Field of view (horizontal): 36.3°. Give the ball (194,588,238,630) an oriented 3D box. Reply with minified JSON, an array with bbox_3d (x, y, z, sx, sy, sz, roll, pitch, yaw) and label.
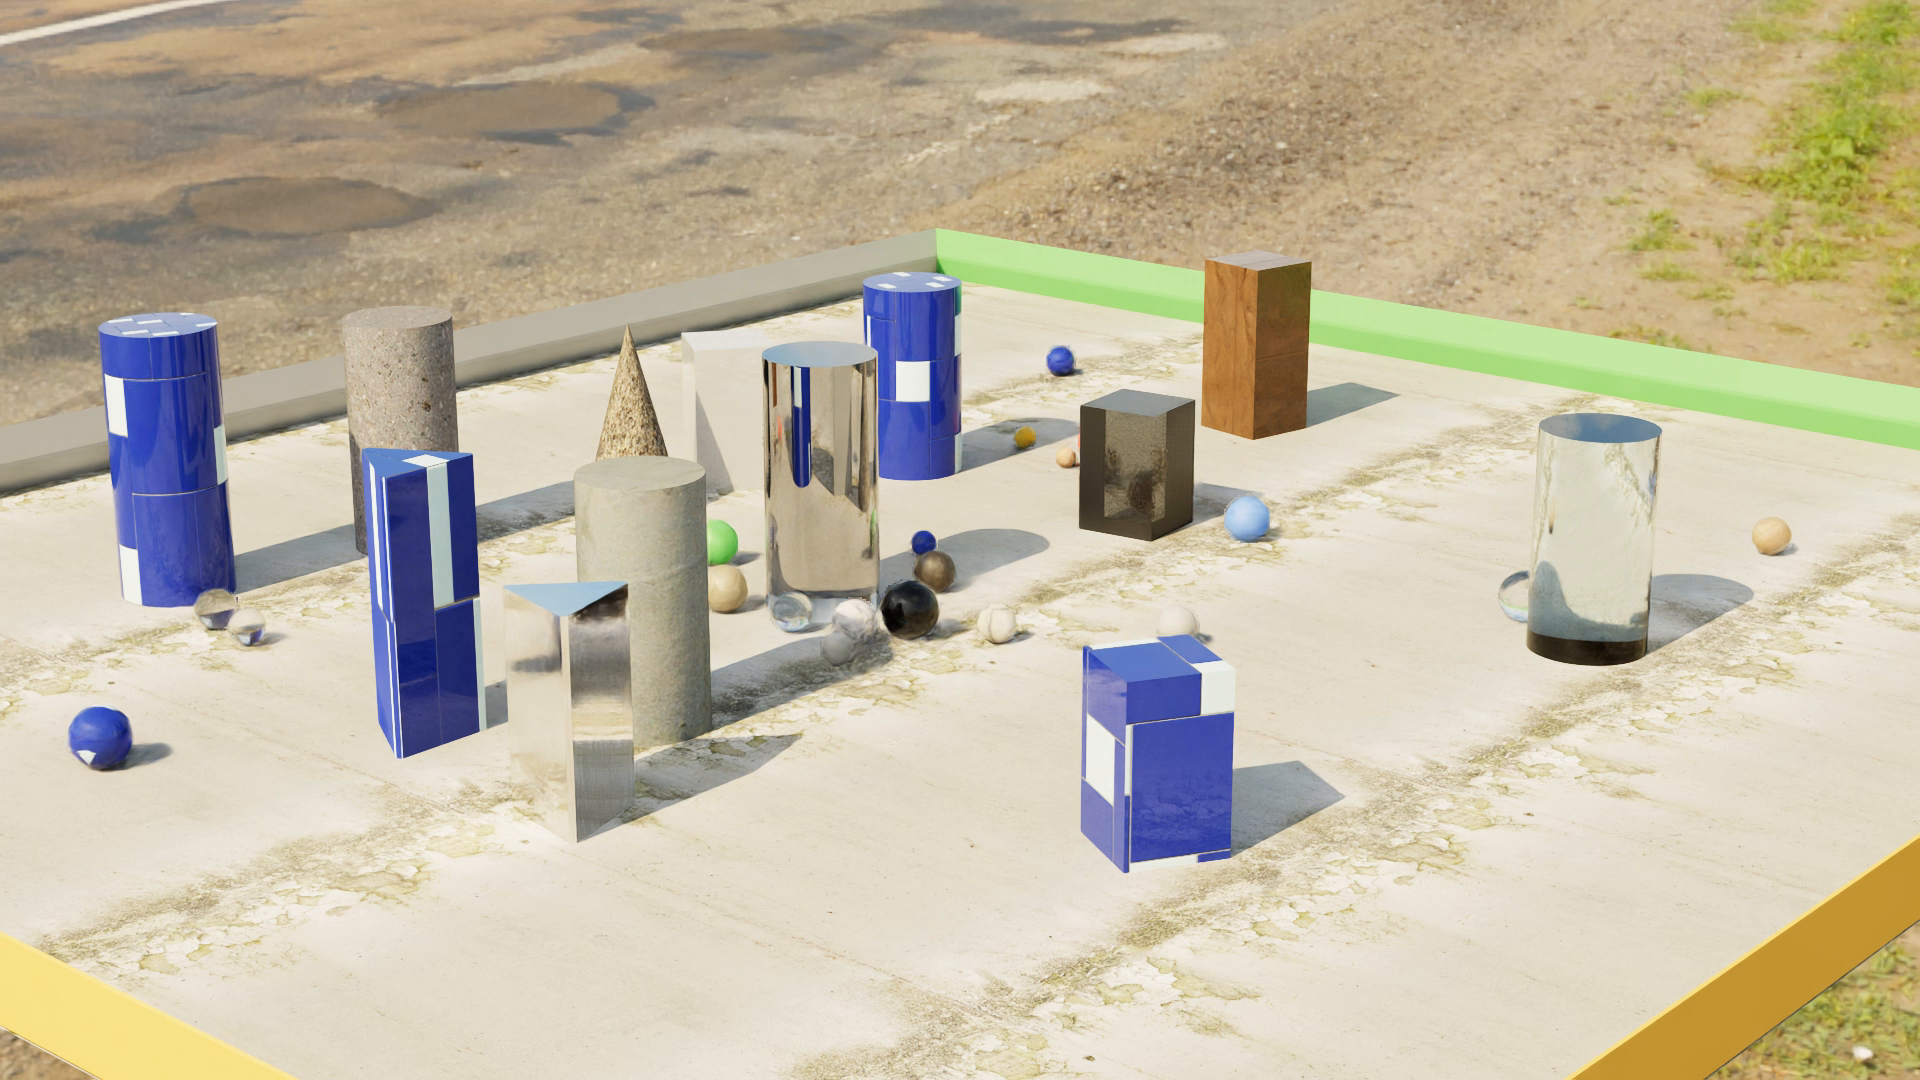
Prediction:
[{"bbox_3d":[-1.256,0.115,4.948,0.070,0.070,0.070,0,17,0],"label":"ball"}]

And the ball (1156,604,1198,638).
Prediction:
[{"bbox_3d":[0.358,0.143,4.858,0.070,0.070,0.070,0,17,0],"label":"ball"}]

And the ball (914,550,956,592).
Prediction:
[{"bbox_3d":[-0.043,0.055,5.144,0.073,0.073,0.073,0,17,0],"label":"ball"}]

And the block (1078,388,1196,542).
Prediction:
[{"bbox_3d":[0.333,-0.142,5.510,0.158,0.239,0.158,11,20,32],"label":"block"}]

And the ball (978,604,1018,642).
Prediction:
[{"bbox_3d":[0.063,0.139,4.880,0.065,0.065,0.065,0,17,0],"label":"ball"}]

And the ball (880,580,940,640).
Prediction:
[{"bbox_3d":[-0.083,0.117,4.894,0.099,0.099,0.099,0,17,0],"label":"ball"}]

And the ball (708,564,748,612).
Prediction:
[{"bbox_3d":[-0.406,0.082,5.035,0.083,0.083,0.083,0,17,0],"label":"ball"}]

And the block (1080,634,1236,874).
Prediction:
[{"bbox_3d":[0.269,0.290,4.015,0.158,0.273,0.158,-6,18,-19],"label":"block"}]

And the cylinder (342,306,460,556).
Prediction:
[{"bbox_3d":[-1.019,-0.198,5.367,0.197,0.428,0.197,0,17,0],"label":"cylinder"}]

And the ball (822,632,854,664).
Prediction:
[{"bbox_3d":[-0.198,0.177,4.773,0.053,0.053,0.053,0,17,0],"label":"ball"}]

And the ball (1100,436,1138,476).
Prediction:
[{"bbox_3d":[0.318,-0.169,5.875,0.079,0.079,0.079,0,17,0],"label":"ball"}]

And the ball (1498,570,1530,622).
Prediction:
[{"bbox_3d":[0.959,0.096,4.979,0.089,0.089,0.089,0,17,0],"label":"ball"}]

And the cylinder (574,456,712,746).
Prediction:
[{"bbox_3d":[-0.480,0.091,4.454,0.197,0.401,0.197,0,17,0],"label":"cylinder"}]

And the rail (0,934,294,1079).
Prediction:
[{"bbox_3d":[-1.319,0.470,3.665,3.704,0.128,0.045,14,22,39],"label":"rail"}]

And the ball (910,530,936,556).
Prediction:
[{"bbox_3d":[-0.066,0.005,5.352,0.048,0.048,0.048,0,17,0],"label":"ball"}]

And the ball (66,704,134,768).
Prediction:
[{"bbox_3d":[-1.269,0.290,4.327,0.094,0.094,0.094,0,17,0],"label":"ball"}]

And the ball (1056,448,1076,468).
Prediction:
[{"bbox_3d":[0.215,-0.167,5.935,0.042,0.042,0.042,0,17,0],"label":"ball"}]

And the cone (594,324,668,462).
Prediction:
[{"bbox_3d":[-0.625,-0.231,5.569,0.197,0.375,0.197,0,17,0],"label":"cone"}]

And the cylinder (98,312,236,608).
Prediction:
[{"bbox_3d":[-1.373,-0.140,5.089,0.197,0.477,0.197,0,17,0],"label":"cylinder"}]

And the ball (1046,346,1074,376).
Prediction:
[{"bbox_3d":[0.229,-0.409,6.692,0.067,0.067,0.067,0,17,0],"label":"ball"}]

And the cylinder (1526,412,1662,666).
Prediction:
[{"bbox_3d":[1.039,-0.003,4.811,0.197,0.375,0.197,0,17,0],"label":"cylinder"}]

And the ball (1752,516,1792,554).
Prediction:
[{"bbox_3d":[1.483,-0.009,5.359,0.070,0.070,0.070,0,17,0],"label":"ball"}]

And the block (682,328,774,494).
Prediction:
[{"bbox_3d":[-0.457,-0.256,5.803,0.158,0.288,0.158,-4,17,-14],"label":"block"}]

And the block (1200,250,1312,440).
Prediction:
[{"bbox_3d":[0.625,-0.414,6.198,0.158,0.361,0.158,-13,21,-37],"label":"block"}]

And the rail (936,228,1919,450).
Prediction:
[{"bbox_3d":[1.319,-0.406,6.574,3.704,0.128,0.045,14,22,39],"label":"rail"}]

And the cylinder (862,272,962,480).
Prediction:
[{"bbox_3d":[-0.095,-0.330,5.882,0.197,0.383,0.197,0,17,0],"label":"cylinder"}]

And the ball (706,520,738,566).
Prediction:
[{"bbox_3d":[-0.441,0.005,5.293,0.082,0.082,0.082,0,17,0],"label":"ball"}]

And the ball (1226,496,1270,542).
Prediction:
[{"bbox_3d":[0.534,-0.039,5.438,0.084,0.084,0.084,0,17,0],"label":"ball"}]

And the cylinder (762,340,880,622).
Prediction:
[{"bbox_3d":[-0.237,-0.102,5.017,0.197,0.445,0.197,0,17,0],"label":"cylinder"}]

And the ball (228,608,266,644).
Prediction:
[{"bbox_3d":[-1.183,0.143,4.869,0.063,0.063,0.063,0,17,0],"label":"ball"}]

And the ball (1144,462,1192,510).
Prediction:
[{"bbox_3d":[0.400,-0.105,5.638,0.093,0.093,0.093,0,17,0],"label":"ball"}]

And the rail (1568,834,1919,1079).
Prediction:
[{"bbox_3d":[1.380,0.378,3.972,0.045,0.128,4.071,14,22,39],"label":"rail"}]

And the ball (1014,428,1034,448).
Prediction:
[{"bbox_3d":[0.133,-0.213,6.088,0.041,0.041,0.041,0,17,0],"label":"ball"}]

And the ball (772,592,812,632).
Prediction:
[{"bbox_3d":[-0.283,0.120,4.933,0.069,0.069,0.069,0,17,0],"label":"ball"}]

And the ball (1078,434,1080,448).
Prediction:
[{"bbox_3d":[0.276,-0.203,6.004,0.070,0.070,0.070,0,17,0],"label":"ball"}]

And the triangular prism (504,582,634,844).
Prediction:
[{"bbox_3d":[-0.527,0.230,4.116,0.148,0.331,0.171,-12,21,-35],"label":"triangular prism"}]

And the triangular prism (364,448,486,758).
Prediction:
[{"bbox_3d":[-0.837,0.085,4.414,0.148,0.436,0.171,14,22,38],"label":"triangular prism"}]

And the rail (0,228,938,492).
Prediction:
[{"bbox_3d":[-1.380,-0.314,6.267,0.045,0.128,4.071,14,22,39],"label":"rail"}]

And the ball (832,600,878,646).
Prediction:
[{"bbox_3d":[-0.175,0.136,4.866,0.077,0.077,0.077,0,17,0],"label":"ball"}]
